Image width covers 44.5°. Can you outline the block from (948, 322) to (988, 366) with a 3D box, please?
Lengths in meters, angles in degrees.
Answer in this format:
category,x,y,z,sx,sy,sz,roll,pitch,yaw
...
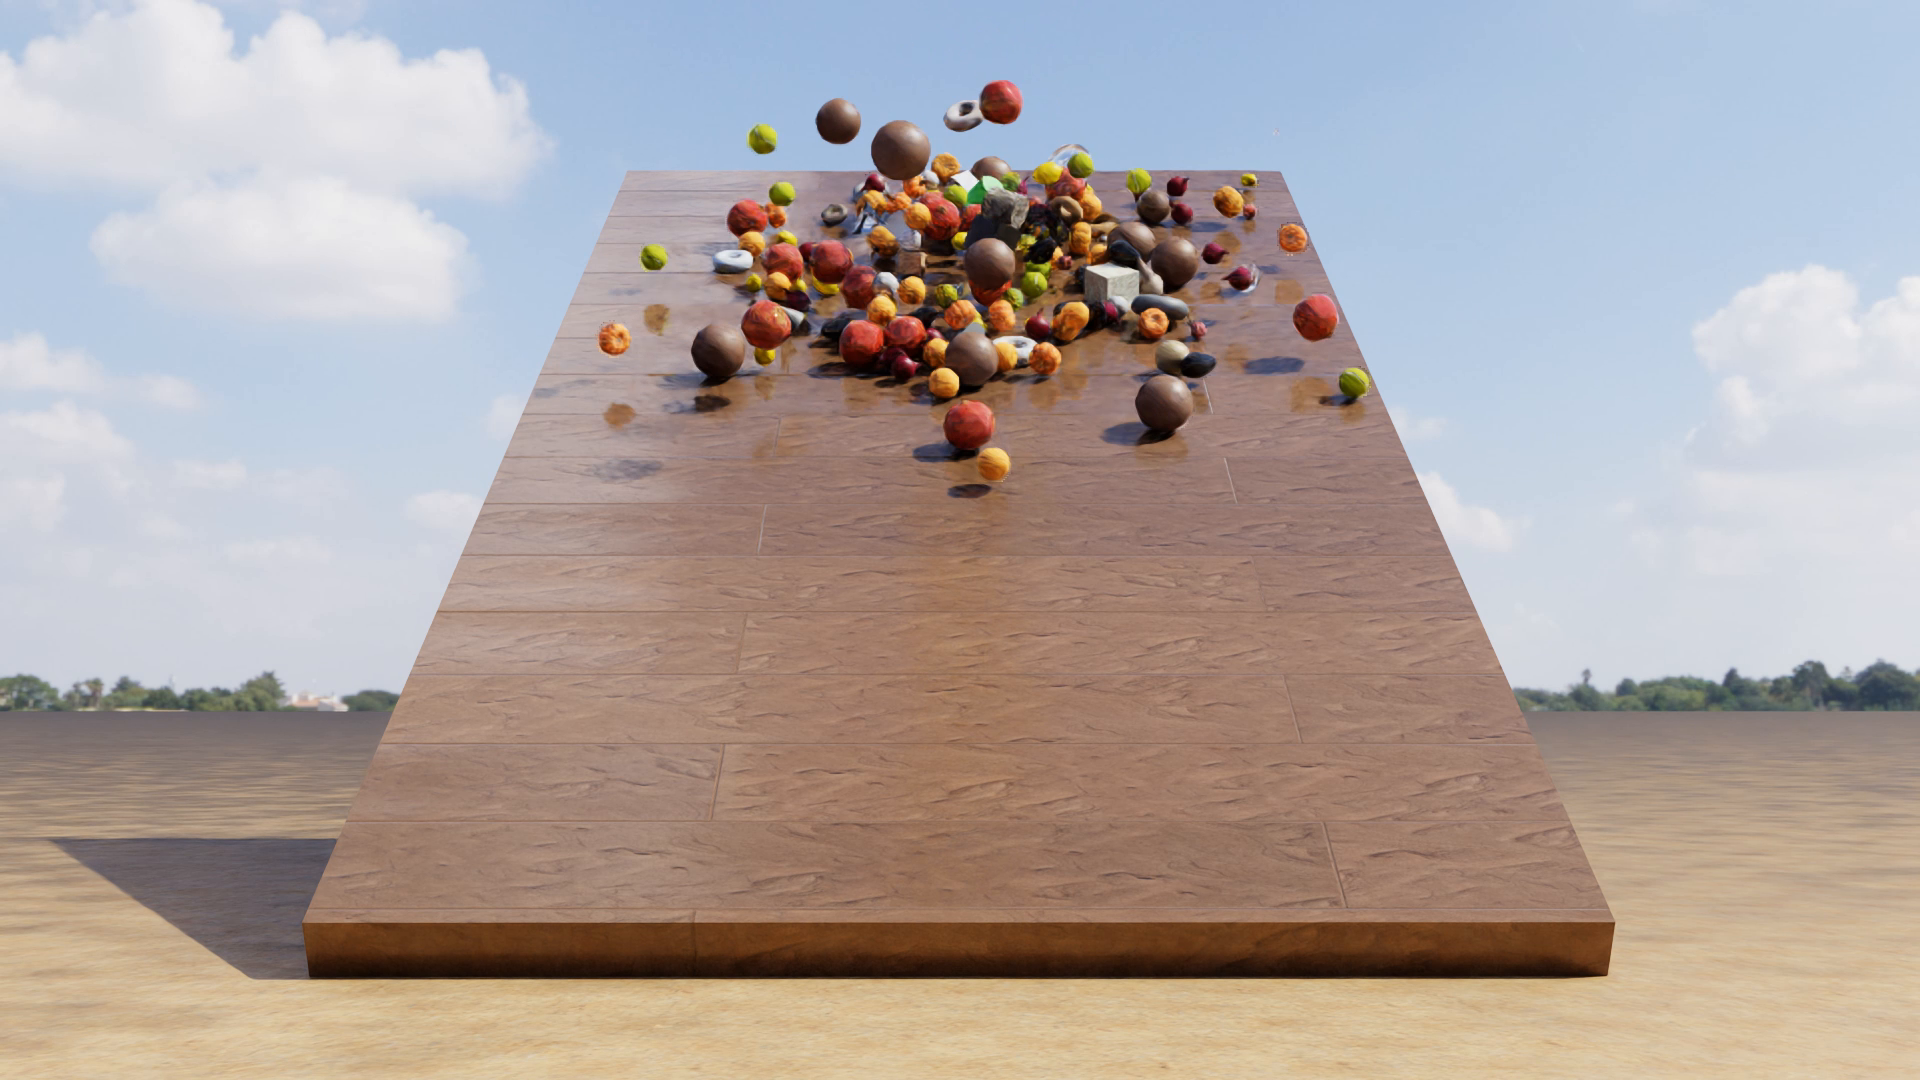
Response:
category,x,y,z,sx,sy,sz,roll,pitch,yaw
block,0.019,-0.478,5.720,0.076,0.076,0.076,-7,26,-15

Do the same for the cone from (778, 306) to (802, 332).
category,x,y,z,sx,sy,sz,roll,pitch,yaw
cone,-0.438,-0.566,5.854,0.067,0.067,0.067,-3,-36,35

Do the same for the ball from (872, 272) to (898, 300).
category,x,y,z,sx,sy,sz,roll,pitch,yaw
ball,-0.186,-0.632,5.826,0.067,0.067,0.067,0,-4,0

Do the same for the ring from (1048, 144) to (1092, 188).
category,x,y,z,sx,sy,sz,roll,pitch,yaw
ring,0.328,-1.118,7.020,0.143,0.143,0.048,-2,-6,24

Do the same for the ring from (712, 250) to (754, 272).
category,x,y,z,sx,sy,sz,roll,pitch,yaw
ring,-0.614,-0.755,6.347,0.111,0.037,0.111,-1,26,1

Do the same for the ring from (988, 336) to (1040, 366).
category,x,y,z,sx,sy,sz,roll,pitch,yaw
ring,0.132,-0.460,5.722,0.131,0.044,0.131,1,26,-1

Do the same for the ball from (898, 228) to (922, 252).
category,x,y,z,sx,sy,sz,roll,pitch,yaw
ball,-0.133,-0.802,6.286,0.063,0.063,0.063,0,-4,0

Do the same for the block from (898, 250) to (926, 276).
category,x,y,z,sx,sy,sz,roll,pitch,yaw
block,-0.128,-0.738,6.264,0.061,0.061,0.061,5,5,10

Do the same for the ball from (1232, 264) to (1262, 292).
category,x,y,z,sx,sy,sz,roll,pitch,yaw
ball,0.755,-0.691,6.174,0.075,0.075,0.075,0,-4,0

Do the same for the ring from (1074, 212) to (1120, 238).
category,x,y,z,sx,sy,sz,roll,pitch,yaw
ring,0.387,-0.888,6.621,0.130,0.043,0.130,-3,30,2

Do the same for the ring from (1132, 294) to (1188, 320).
category,x,y,z,sx,sy,sz,roll,pitch,yaw
ring,0.505,-0.587,5.933,0.145,0.048,0.145,8,-1,0

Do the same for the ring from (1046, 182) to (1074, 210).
category,x,y,z,sx,sy,sz,roll,pitch,yaw
ring,0.288,-0.991,6.783,0.094,0.094,0.031,-3,-16,38

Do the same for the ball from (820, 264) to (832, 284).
category,x,y,z,sx,sy,sz,roll,pitch,yaw
ball,-0.346,-0.707,6.229,0.051,0.051,0.051,0,-4,0

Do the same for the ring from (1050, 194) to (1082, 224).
category,x,y,z,sx,sy,sz,roll,pitch,yaw
ring,0.293,-0.907,6.443,0.098,0.033,0.098,27,-27,15

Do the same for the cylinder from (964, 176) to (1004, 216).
category,x,y,z,sx,sy,sz,roll,pitch,yaw
cylinder,0.071,-0.961,6.580,0.086,0.086,0.086,4,-35,-44

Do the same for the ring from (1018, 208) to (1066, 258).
category,x,y,z,sx,sy,sz,roll,pitch,yaw
ring,0.222,-0.841,6.433,0.143,0.143,0.048,-1,-13,19

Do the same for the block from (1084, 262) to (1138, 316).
category,x,y,z,sx,sy,sz,roll,pitch,yaw
block,0.391,-0.651,6.060,0.099,0.099,0.099,-16,30,-30

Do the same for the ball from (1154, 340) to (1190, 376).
category,x,y,z,sx,sy,sz,roll,pitch,yaw
ball,0.510,-0.437,5.628,0.084,0.084,0.084,0,-4,0

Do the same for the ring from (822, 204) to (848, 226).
category,x,y,z,sx,sy,sz,roll,pitch,yaw
ring,-0.359,-0.929,6.701,0.075,0.075,0.025,-1,-36,14

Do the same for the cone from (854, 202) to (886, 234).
category,x,y,z,sx,sy,sz,roll,pitch,yaw
cone,-0.237,-0.892,6.626,0.097,0.097,0.097,22,-9,-13

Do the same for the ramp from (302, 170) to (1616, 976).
category,x,y,z,sx,sy,sz,roll,pitch,yaw
ramp,-0.009,-0.229,5.401,2.000,0.100,4.000,0,25,0

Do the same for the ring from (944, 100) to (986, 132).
category,x,y,z,sx,sy,sz,roll,pitch,yaw
ring,0.013,-1.084,5.990,0.112,0.112,0.037,-2,-45,21

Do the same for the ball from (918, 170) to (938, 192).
category,x,y,z,sx,sy,sz,roll,pitch,yaw
ball,-0.093,-1.055,6.889,0.060,0.060,0.060,0,-4,0

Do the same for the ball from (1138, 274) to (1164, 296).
category,x,y,z,sx,sy,sz,roll,pitch,yaw
ball,0.491,-0.658,6.103,0.078,0.078,0.078,0,-4,0

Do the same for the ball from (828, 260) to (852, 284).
category,x,y,z,sx,sy,sz,roll,pitch,yaw
ball,-0.315,-0.705,6.181,0.062,0.062,0.062,0,-4,0

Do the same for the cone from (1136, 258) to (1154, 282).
category,x,y,z,sx,sy,sz,roll,pitch,yaw
cone,0.467,-0.705,6.058,0.058,0.058,0.058,-13,37,10

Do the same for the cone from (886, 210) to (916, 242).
category,x,y,z,sx,sy,sz,roll,pitch,yaw
cone,-0.151,-0.873,6.593,0.090,0.090,0.090,-1,-4,20

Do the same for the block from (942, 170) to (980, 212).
category,x,y,z,sx,sy,sz,roll,pitch,yaw
block,0.010,-1.006,6.775,0.075,0.075,0.075,-28,-25,-44

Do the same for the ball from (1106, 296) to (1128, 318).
category,x,y,z,sx,sy,sz,roll,pitch,yaw
ball,0.401,-0.595,5.988,0.059,0.059,0.059,0,-4,0

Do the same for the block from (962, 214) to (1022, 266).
category,x,y,z,sx,sy,sz,roll,pitch,yaw
block,0.084,-0.784,6.129,0.093,0.093,0.093,26,4,40

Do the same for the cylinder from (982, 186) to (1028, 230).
category,x,y,z,sx,sy,sz,roll,pitch,yaw
cylinder,0.120,-0.885,6.253,0.093,0.093,0.093,22,5,23

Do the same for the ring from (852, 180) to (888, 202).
category,x,y,z,sx,sy,sz,roll,pitch,yaw
ring,-0.263,-1.027,6.911,0.109,0.036,0.109,-10,30,5

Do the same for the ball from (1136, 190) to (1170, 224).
category,x,y,z,sx,sy,sz,roll,pitch,yaw
ball,0.552,-0.952,6.702,0.095,0.095,0.095,0,-4,0

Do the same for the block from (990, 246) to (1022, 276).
category,x,y,z,sx,sy,sz,roll,pitch,yaw
block,0.123,-0.754,6.312,0.068,0.068,0.068,-11,28,-21
